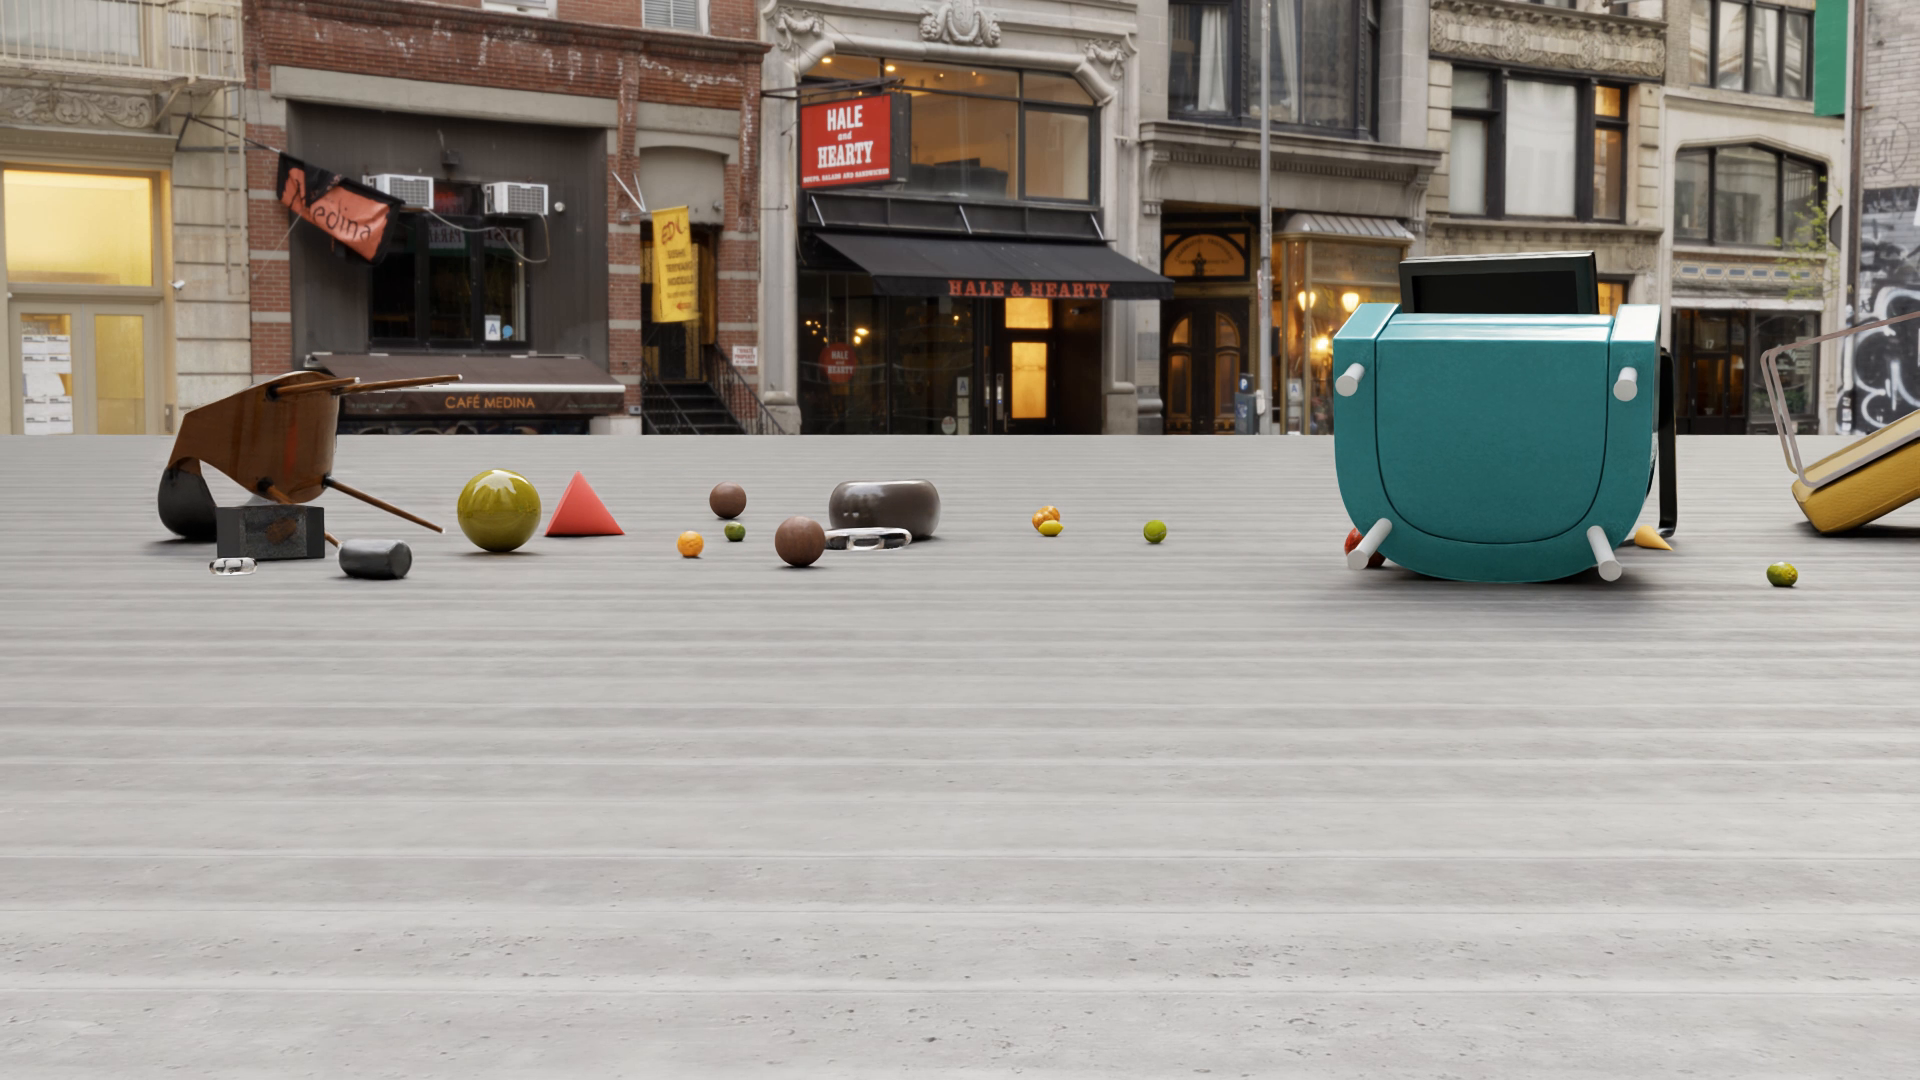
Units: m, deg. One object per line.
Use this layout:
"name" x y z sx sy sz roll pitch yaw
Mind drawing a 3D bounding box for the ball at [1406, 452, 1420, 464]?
"ball" 2.697 -0.487 13.088 0.075 0.075 0.075 0 4 0

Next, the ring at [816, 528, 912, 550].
"ring" -0.272 -0.004 6.190 0.284 0.057 0.158 -2 4 -20

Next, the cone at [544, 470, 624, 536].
"cone" -1.126 -0.065 6.756 0.217 0.229 0.184 28 -18 -13

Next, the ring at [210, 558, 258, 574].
"ring" -1.766 0.064 5.342 0.113 0.039 0.049 -3 3 -25

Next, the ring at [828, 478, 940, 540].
"ring" -0.223 -0.090 6.578 0.291 0.178 0.535 0 2 20

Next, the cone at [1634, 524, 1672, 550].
"cone" 1.961 0.009 6.173 0.065 0.067 0.134 20 10 -25

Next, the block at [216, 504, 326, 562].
"block" -1.833 -0.020 5.847 0.215 0.135 0.197 -3 5 -40

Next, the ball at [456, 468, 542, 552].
"ball" -1.266 -0.081 6.042 0.230 0.230 0.230 0 4 0
